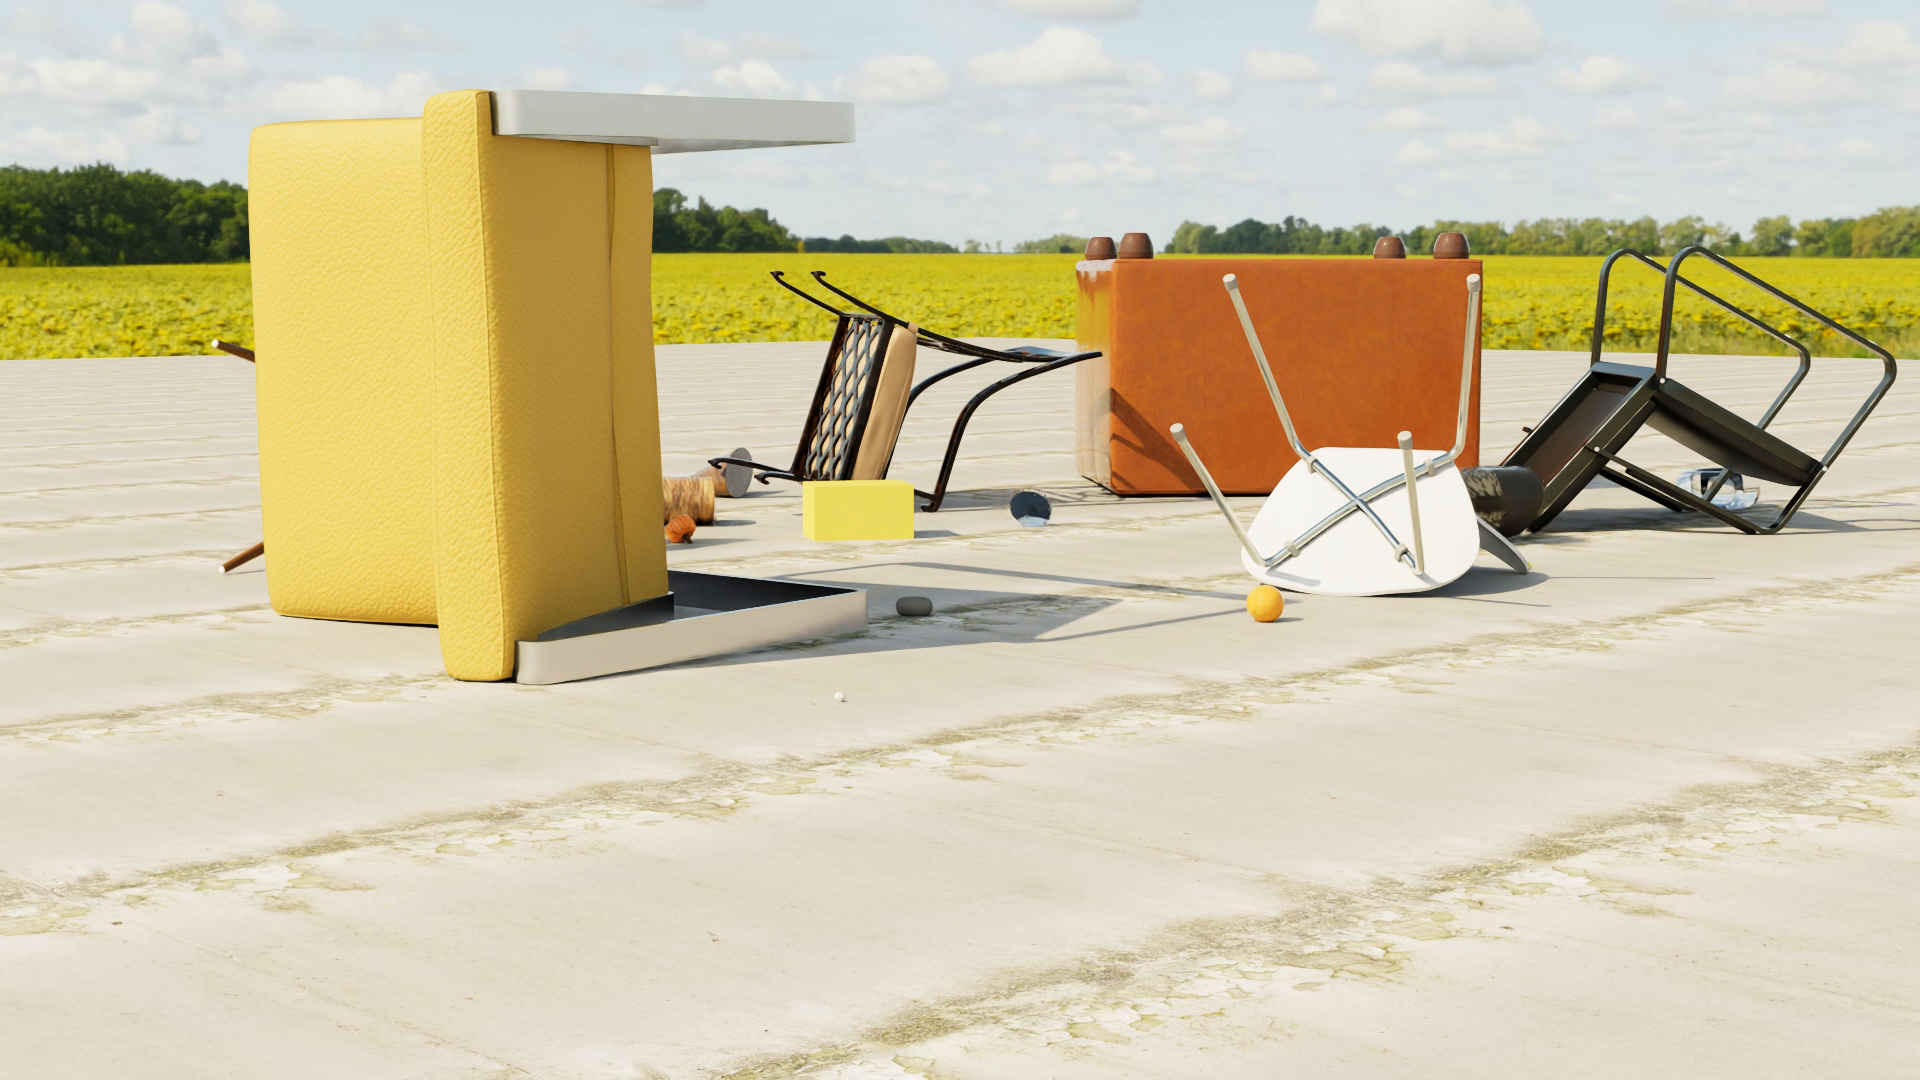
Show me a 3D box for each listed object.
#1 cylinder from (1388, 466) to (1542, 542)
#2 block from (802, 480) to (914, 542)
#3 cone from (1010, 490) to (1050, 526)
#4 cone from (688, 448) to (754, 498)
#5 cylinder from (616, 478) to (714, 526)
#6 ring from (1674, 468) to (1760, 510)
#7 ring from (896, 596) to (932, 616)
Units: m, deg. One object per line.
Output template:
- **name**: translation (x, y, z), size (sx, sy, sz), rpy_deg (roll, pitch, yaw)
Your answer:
- **cylinder**: translation (1.251, -0.088, 6.358), size (0.261, 0.171, 0.291), rpy_deg (-3, -12, -24)
- **block**: translation (-0.258, -0.076, 6.482), size (0.252, 0.136, 0.165), rpy_deg (-1, 6, -13)
- **cone**: translation (0.174, -0.067, 6.836), size (0.111, 0.094, 0.182), rpy_deg (23, -11, -3)
- **cone**: translation (-0.785, -0.172, 7.736), size (0.265, 0.125, 0.275), rpy_deg (-14, 20, 17)
- **cylinder**: translation (-0.782, -0.102, 6.798), size (0.247, 0.123, 0.192), rpy_deg (-1, 1, -11)
- **ring**: translation (2.158, -0.146, 7.307), size (0.269, 0.110, 0.207), rpy_deg (-5, 6, -30)
- **ring**: translation (-0.089, 0.130, 4.999), size (0.072, 0.033, 0.066), rpy_deg (2, 8, 2)
